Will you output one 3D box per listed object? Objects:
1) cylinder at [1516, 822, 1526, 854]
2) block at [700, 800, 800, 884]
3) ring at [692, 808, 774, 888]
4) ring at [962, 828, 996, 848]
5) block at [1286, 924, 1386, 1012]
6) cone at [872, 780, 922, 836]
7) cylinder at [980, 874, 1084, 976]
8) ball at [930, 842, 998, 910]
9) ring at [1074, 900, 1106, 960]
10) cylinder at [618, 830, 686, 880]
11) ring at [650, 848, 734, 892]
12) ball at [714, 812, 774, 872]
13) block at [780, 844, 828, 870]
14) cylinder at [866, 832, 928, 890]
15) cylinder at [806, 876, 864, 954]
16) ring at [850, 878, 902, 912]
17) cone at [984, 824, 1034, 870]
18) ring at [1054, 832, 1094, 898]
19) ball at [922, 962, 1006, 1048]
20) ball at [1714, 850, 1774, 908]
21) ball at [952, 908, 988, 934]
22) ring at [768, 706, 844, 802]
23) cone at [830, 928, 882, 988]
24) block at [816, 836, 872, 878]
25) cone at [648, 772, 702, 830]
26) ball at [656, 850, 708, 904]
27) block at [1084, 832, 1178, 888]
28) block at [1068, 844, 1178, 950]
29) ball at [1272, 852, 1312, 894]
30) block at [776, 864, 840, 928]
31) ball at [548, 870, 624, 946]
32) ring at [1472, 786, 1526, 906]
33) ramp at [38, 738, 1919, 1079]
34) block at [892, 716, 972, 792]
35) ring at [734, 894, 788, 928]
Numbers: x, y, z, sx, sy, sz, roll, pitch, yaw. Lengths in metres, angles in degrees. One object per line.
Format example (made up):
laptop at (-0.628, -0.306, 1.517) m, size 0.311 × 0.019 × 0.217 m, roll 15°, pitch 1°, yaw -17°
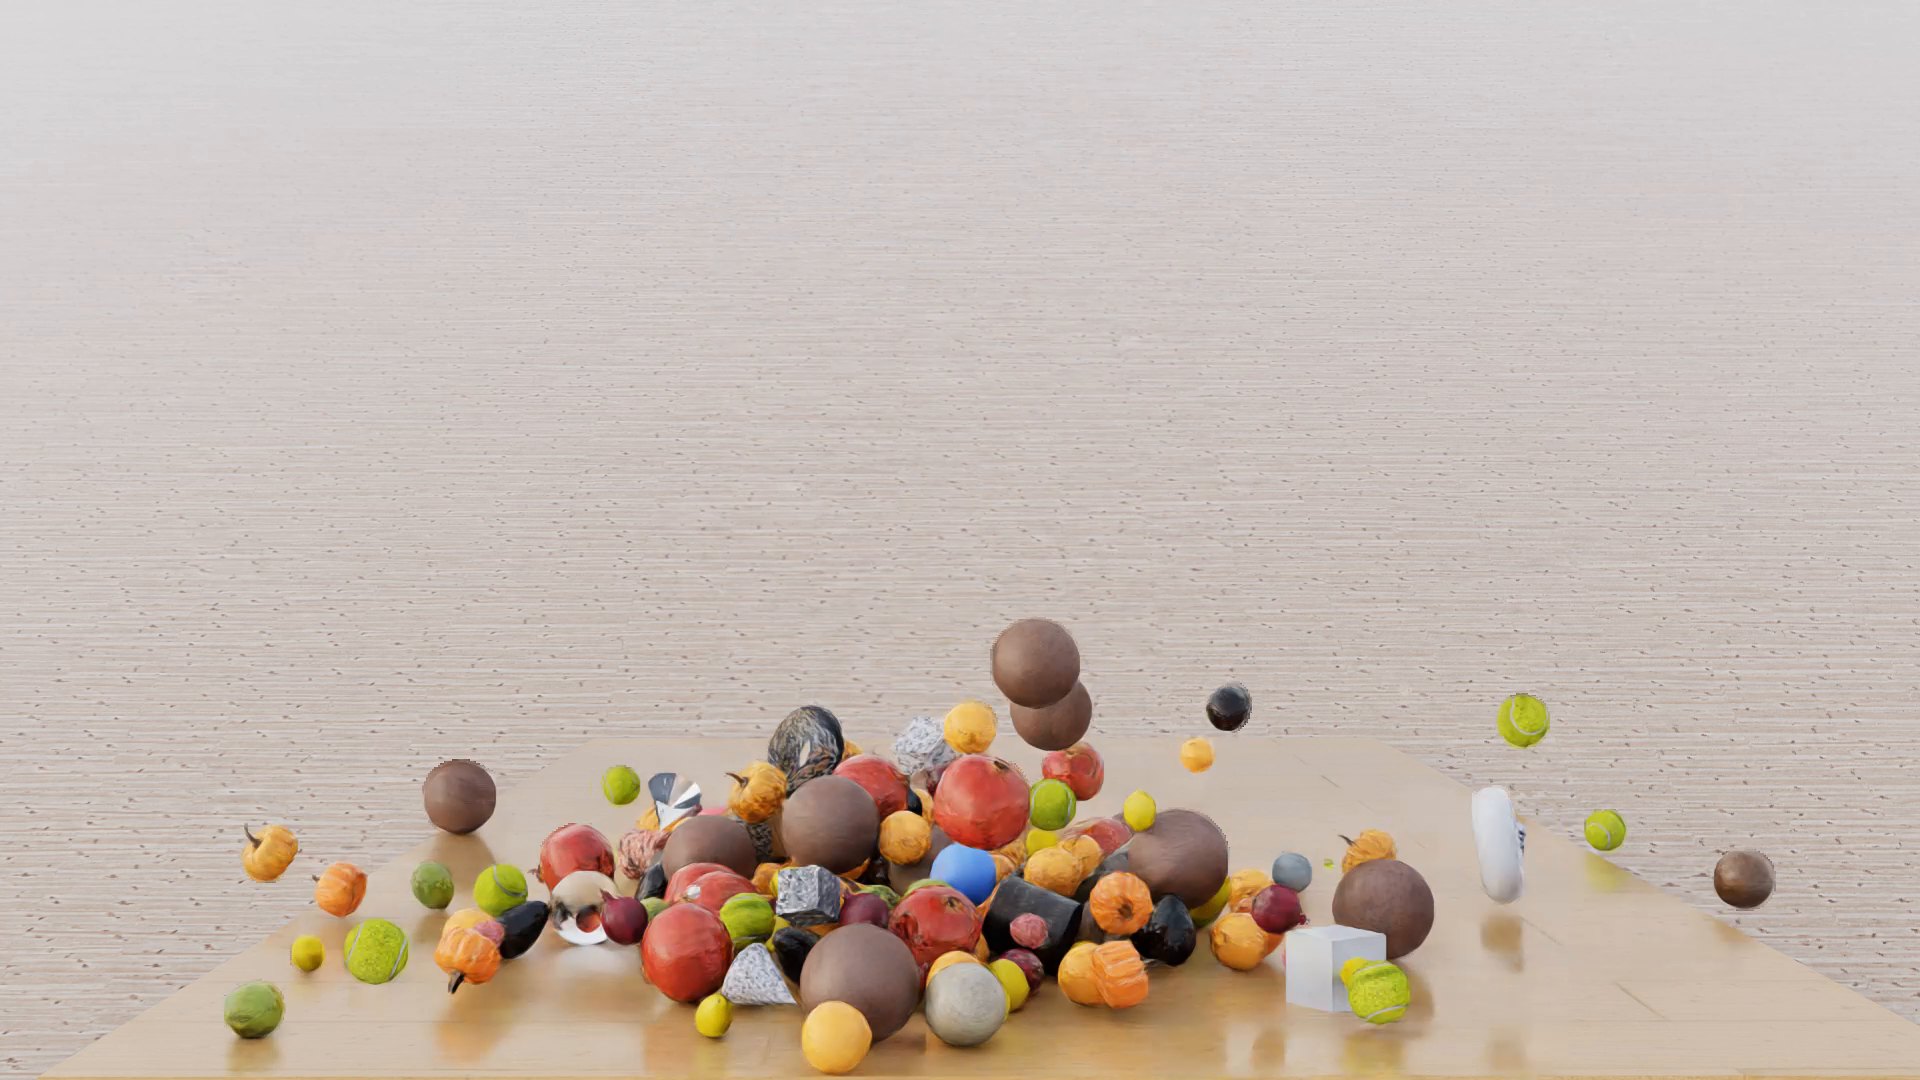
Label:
cylinder at (0.806, 0.452, 3.839) m, size 0.062 × 0.062 × 0.062 m, roll 8°, pitch 73°, yaw 15°
block at (-0.310, 0.447, 3.826) m, size 0.090 × 0.090 × 0.090 m, roll 5°, pitch 57°, yaw -52°
ring at (-0.343, 0.467, 3.926) m, size 0.150 × 0.050 × 0.150 m, roll 37°, pitch 18°, yaw -14°
ring at (0.048, 0.512, 4.436) m, size 0.089 × 0.030 × 0.089 m, roll 0°, pitch -3°, yaw 0°
block at (0.437, 0.498, 3.006) m, size 0.083 × 0.083 × 0.083 m, roll 0°, pitch 1°, yaw -33°
cone at (-0.106, 0.392, 3.625) m, size 0.081 × 0.081 × 0.081 m, roll 12°, pitch 34°, yaw 22°
cylinder at (0.089, 0.476, 3.191) m, size 0.096 × 0.096 × 0.096 m, roll 20°, pitch 33°, yaw 15°
ball at (0.005, 0.421, 3.238) m, size 0.083 × 0.083 × 0.083 m, roll 0°, pitch 28°, yaw 0°
ring at (0.163, 0.493, 3.260) m, size 0.025 × 0.075 × 0.075 m, roll 2°, pitch 27°, yaw 22°
cylinder at (-0.479, 0.491, 4.028) m, size 0.077 × 0.077 × 0.077 m, roll -28°, pitch 11°, yaw -41°
ring at (-0.405, 0.504, 3.947) m, size 0.139 × 0.046 × 0.139 m, roll 9°, pitch 1°, yaw 0°
ball at (-0.311, 0.435, 3.721) m, size 0.084 × 0.084 × 0.084 m, roll 0°, pitch 28°, yaw 0°
block at (-0.237, 0.499, 3.923) m, size 0.064 × 0.064 × 0.064 m, roll 0°, pitch 0°, yaw -11°
cylinder at (-0.096, 0.490, 3.944) m, size 0.082 × 0.082 × 0.082 m, roll 4°, pitch 1°, yaw 8°
cylinder at (-0.161, 0.483, 3.333) m, size 0.073 × 0.073 × 0.073 m, roll -1°, pitch 24°, yaw -2°
ring at (-0.142, 0.514, 3.752) m, size 0.114 × 0.038 × 0.114 m, roll -1°, pitch 1°, yaw 0°
cone at (0.095, 0.509, 4.154) m, size 0.091 × 0.091 × 0.091 m, roll -11°, pitch 6°, yaw -19°
ring at (0.170, 0.482, 3.841) m, size 0.035 × 0.105 × 0.105 m, roll 22°, pitch 31°, yaw 2°
ball at (0.005, 0.497, 2.765) m, size 0.090 × 0.090 × 0.090 m, roll 0°, pitch 28°, yaw 0°
ball at (1.142, 0.494, 3.766) m, size 0.086 × 0.086 × 0.086 m, roll 0°, pitch 28°, yaw 0°
ball at (0.018, 0.529, 3.528) m, size 0.056 × 0.056 × 0.056 m, roll 0°, pitch 28°, yaw 0°
ring at (-0.232, 0.319, 3.863) m, size 0.049 × 0.147 × 0.147 m, roll 24°, pitch 10°, yaw -40°
cone at (-0.108, 0.481, 3.041) m, size 0.065 × 0.065 × 0.065 m, roll 15°, pitch 48°, yaw 26°
block at (-0.180, 0.495, 3.979) m, size 0.071 × 0.071 × 0.071 m, roll 0°, pitch 1°, yaw -16°
cone at (-0.412, 0.382, 3.647) m, size 0.076 × 0.076 × 0.076 m, roll 16°, pitch 31°, yaw -10°
ball at (-0.408, 0.494, 3.790) m, size 0.077 × 0.077 × 0.077 m, roll 0°, pitch 28°, yaw 0°
block at (0.233, 0.459, 3.503) m, size 0.084 × 0.084 × 0.084 m, roll -37°, pitch -6°, yaw 10°
block at (0.213, 0.468, 3.392) m, size 0.084 × 0.084 × 0.084 m, roll -16°, pitch 61°, yaw -49°
ball at (0.499, 0.501, 3.889) m, size 0.061 × 0.061 × 0.061 m, roll 0°, pitch 28°, yaw 0°
block at (-0.177, 0.418, 3.028) m, size 0.054 × 0.054 × 0.054 m, roll -11°, pitch 61°, yaw 23°
ball at (-0.494, 0.486, 3.417) m, size 0.099 × 0.099 × 0.099 m, roll 0°, pitch 28°, yaw 0°
ring at (0.668, 0.379, 3.206) m, size 0.050 × 0.149 × 0.149 m, roll -10°, pitch 26°, yaw 13°
ramp at (0.064, 0.575, 4.618) m, size 2.000 × 0.100 × 4.000 m, roll 0°, pitch 1°, yaw 0°
block at (-0.054, 0.410, 4.963) m, size 0.096 × 0.096 × 0.096 m, roll 4°, pitch 40°, yaw 39°
ring at (-0.271, 0.517, 3.601) m, size 0.092 × 0.031 × 0.092 m, roll -4°, pitch 6°, yaw 0°
